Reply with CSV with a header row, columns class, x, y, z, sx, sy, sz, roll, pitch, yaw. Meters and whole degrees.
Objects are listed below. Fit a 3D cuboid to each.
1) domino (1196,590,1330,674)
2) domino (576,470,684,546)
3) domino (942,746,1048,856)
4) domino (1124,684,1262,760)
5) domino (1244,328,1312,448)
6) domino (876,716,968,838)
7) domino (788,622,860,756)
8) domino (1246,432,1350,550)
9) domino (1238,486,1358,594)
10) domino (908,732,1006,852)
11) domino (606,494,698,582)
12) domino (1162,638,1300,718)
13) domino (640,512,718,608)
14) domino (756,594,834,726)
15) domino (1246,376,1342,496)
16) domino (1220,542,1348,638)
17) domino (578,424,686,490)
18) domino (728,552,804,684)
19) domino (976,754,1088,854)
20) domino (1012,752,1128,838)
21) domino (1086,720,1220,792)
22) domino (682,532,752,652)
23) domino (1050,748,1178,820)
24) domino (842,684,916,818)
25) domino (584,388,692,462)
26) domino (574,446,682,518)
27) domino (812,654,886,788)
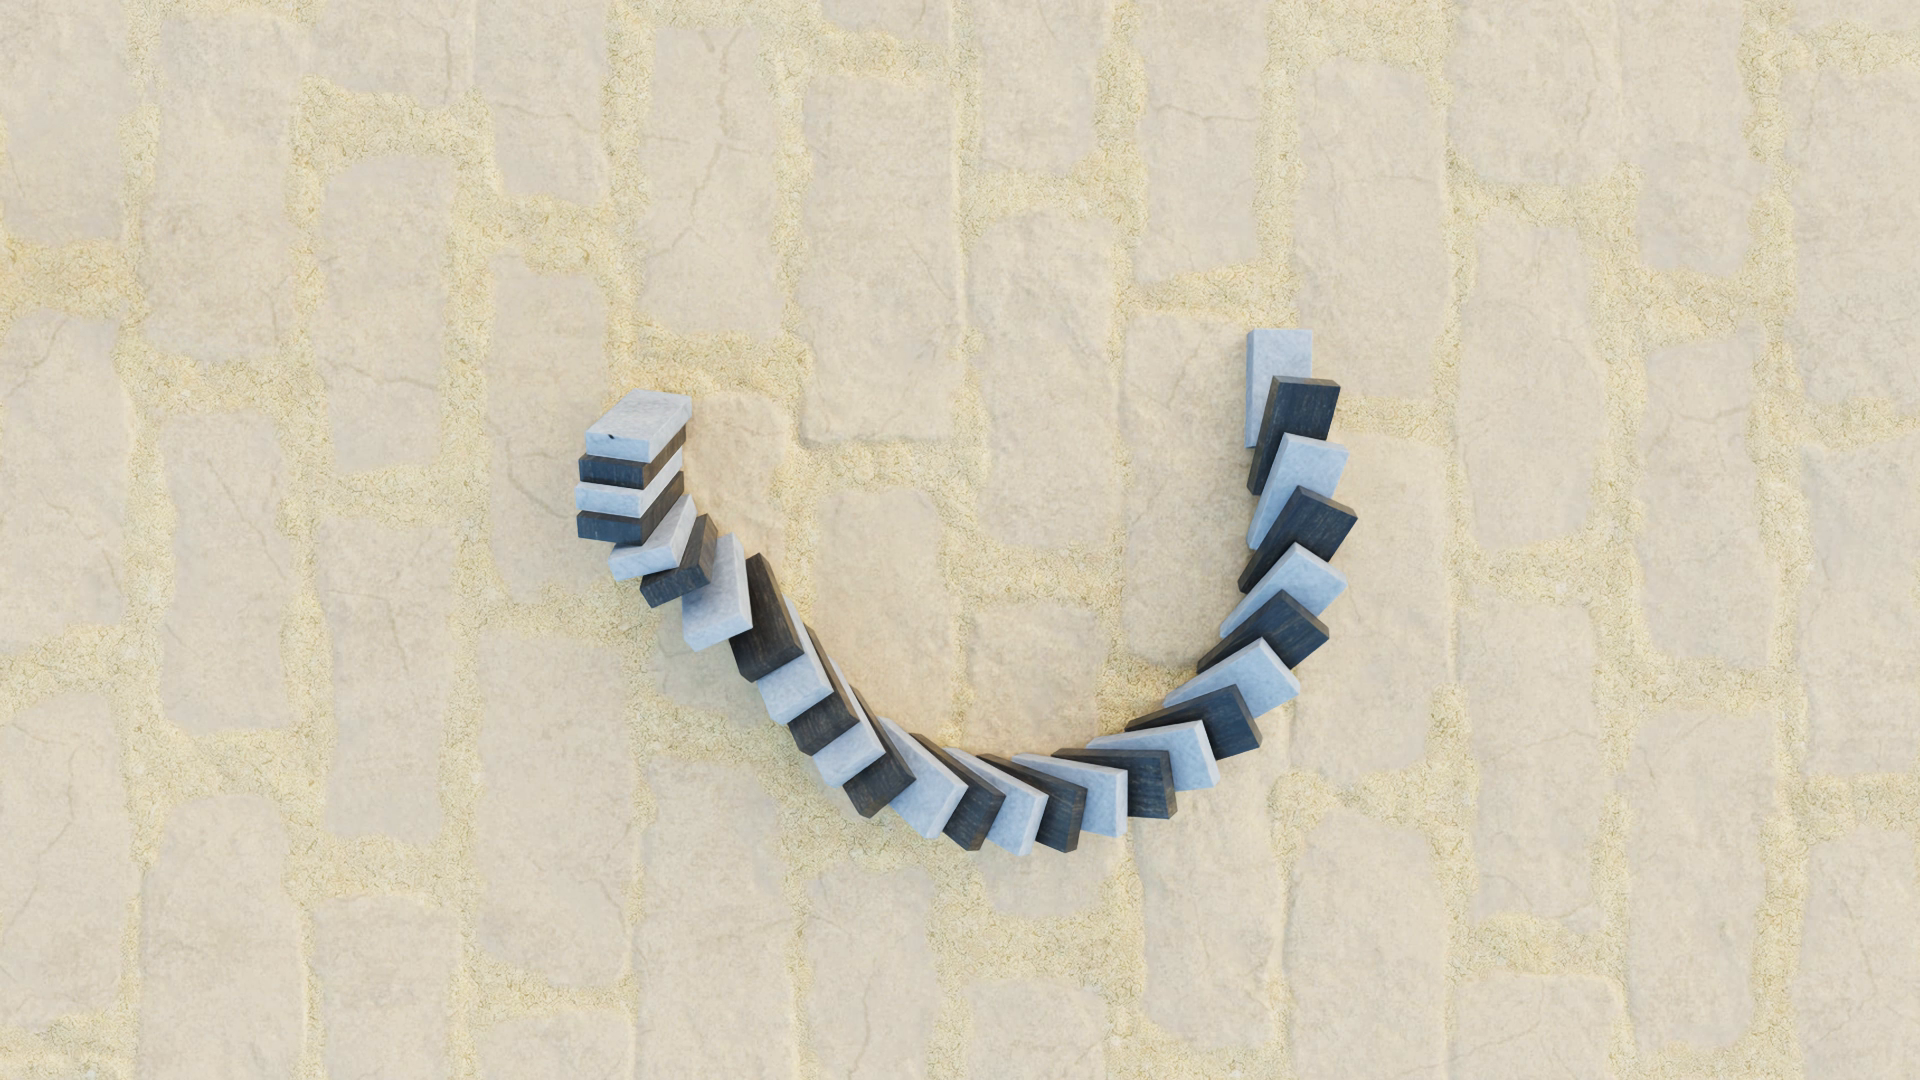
class,x,y,z,sx,sy,sz,roll,pitch,yaw
domino,0.126,0.046,0.383,0.025,0.010,0.050,40,120,-1
domino,-0.134,-0.015,0.376,0.025,0.050,0.010,8,119,0
domino,0.010,0.108,0.381,0.050,0.009,0.025,19,92,37
domino,0.097,0.081,0.384,0.050,0.009,0.025,-27,90,28
domino,0.137,-0.065,0.395,0.025,0.010,0.050,1,90,0
domino,-0.022,0.098,0.381,0.050,0.009,0.025,33,94,36
domino,-0.064,0.062,0.382,0.025,0.010,0.050,-36,56,2
domino,0.141,-0.018,0.385,0.025,0.010,0.050,12,117,0
domino,0.141,0.005,0.384,0.025,0.010,0.050,23,117,-2
domino,-0.007,0.104,0.381,0.050,0.010,0.025,28,92,36
domino,-0.125,-0.002,0.376,0.025,0.050,0.009,-13,117,0
domino,0.113,0.065,0.384,0.050,0.010,0.025,-40,90,29
domino,-0.114,0.007,0.376,0.025,0.050,0.009,-23,117,0
domino,-0.074,0.049,0.381,0.025,0.009,0.050,-34,56,3
domino,0.139,-0.043,0.384,0.025,0.010,0.050,4,117,-1
domino,0.135,0.028,0.384,0.025,0.009,0.050,33,119,0
domino,-0.133,-0.037,0.376,0.025,0.050,0.010,8,119,0
domino,-0.085,0.032,0.382,0.025,0.009,0.050,-29,56,0
domino,0.027,0.108,0.381,0.050,0.009,0.025,10,90,37
domino,0.045,0.105,0.381,0.050,0.010,0.025,0,90,37
domino,0.080,0.092,0.382,0.050,0.010,0.025,-18,90,33
domino,-0.101,0.020,0.378,0.025,0.050,0.009,-23,134,2
domino,0.063,0.101,0.381,0.050,0.010,0.025,-8,92,35
domino,-0.042,0.087,0.382,0.025,0.010,0.050,-40,56,0
domino,-0.131,-0.048,0.376,0.025,0.050,0.009,8,119,0
domino,-0.135,-0.026,0.376,0.025,0.050,0.010,8,119,0
domino,-0.054,0.075,0.382,0.025,0.010,0.050,-37,56,1
